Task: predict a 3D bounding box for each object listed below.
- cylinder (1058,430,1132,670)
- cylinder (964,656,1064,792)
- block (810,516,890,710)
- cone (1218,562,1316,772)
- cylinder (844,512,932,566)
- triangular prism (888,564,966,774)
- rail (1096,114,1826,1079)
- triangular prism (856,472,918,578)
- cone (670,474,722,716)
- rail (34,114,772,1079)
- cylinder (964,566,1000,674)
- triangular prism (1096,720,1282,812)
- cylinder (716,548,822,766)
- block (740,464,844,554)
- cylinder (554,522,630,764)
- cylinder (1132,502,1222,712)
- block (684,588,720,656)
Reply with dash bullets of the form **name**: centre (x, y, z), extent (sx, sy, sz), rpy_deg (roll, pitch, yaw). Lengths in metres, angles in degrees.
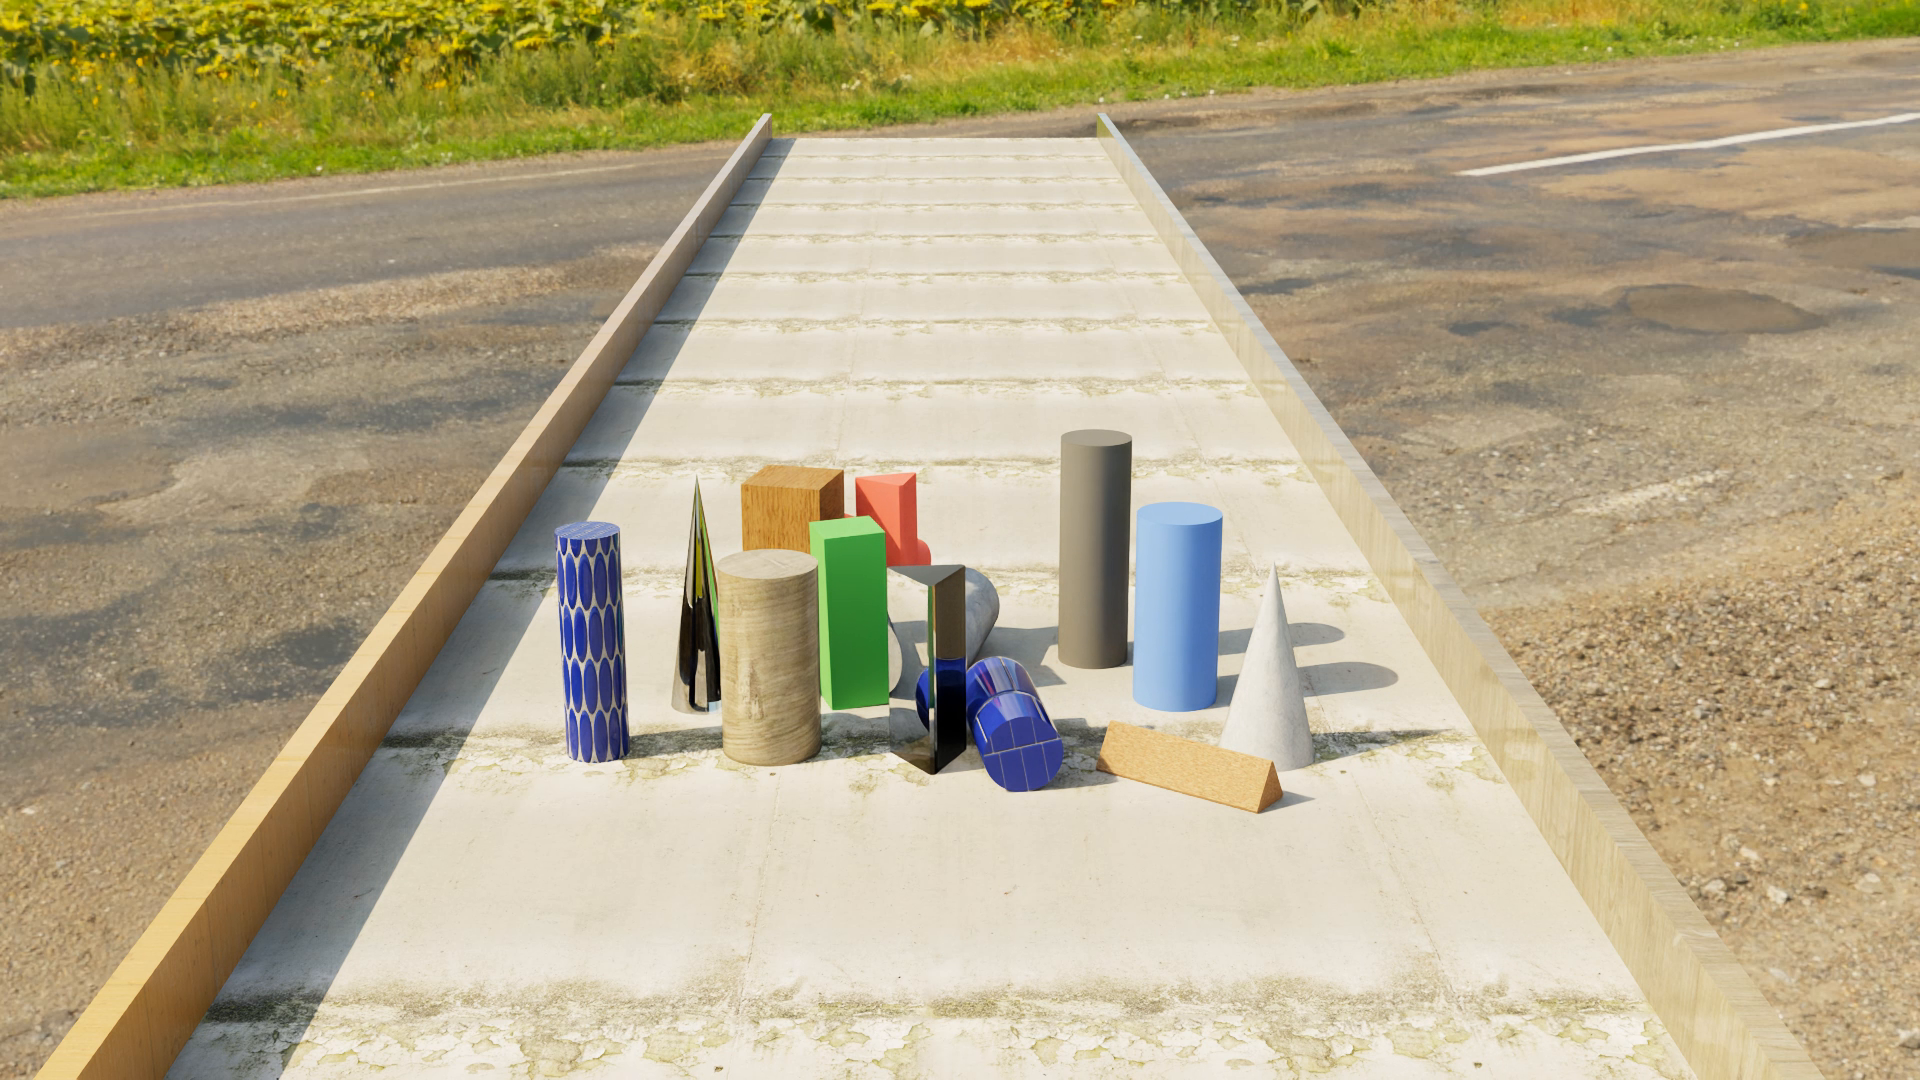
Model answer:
- **cylinder**: centre (0.267, 0.018, 4.364), extent (0.140, 0.456, 0.140), rpy_deg (0, 17, 0)
- **cylinder**: centre (0.087, 0.323, 3.898), extent (0.139, 0.139, 0.307), rpy_deg (-2, 17, -8)
- **block**: centre (-0.207, 0.138, 4.164), extent (0.117, 0.339, 0.117), rpy_deg (-7, 18, -16)
- **cone**: centre (0.548, 0.207, 3.889), extent (0.176, 0.365, 0.176), rpy_deg (0, 17, 0)
- **cylinder**: centre (-0.223, 0.017, 4.718), extent (0.332, 0.127, 0.127), rpy_deg (20, -1, -43)
- **triangular prism**: centre (-0.039, 0.219, 3.879), extent (0.117, 0.347, 0.135), rpy_deg (-12, 20, -33)
- **rail**: centre (0.932, -0.844, 7.801), extent (0.050, 0.150, 12.000), rpy_deg (0, 17, -1)
- **triangular prism**: centre (-0.123, 0.049, 4.426), extent (0.126, 0.360, 0.109), rpy_deg (11, 18, 40)
- **cone**: centre (-0.486, 0.092, 4.119), extent (0.128, 0.454, 0.128), rpy_deg (0, 17, 0)
- **rail**: centre (-1.118, -0.838, 7.780), extent (0.050, 0.150, 12.000), rpy_deg (0, 17, -1)
- **cylinder**: centre (-0.031, 0.179, 4.342), extent (0.161, 0.161, 0.349), rpy_deg (3, 17, 11)
- **triangular prism**: centre (0.395, 0.382, 3.796), extent (0.321, 0.079, 0.091), rpy_deg (12, 20, 34)
- **cylinder**: centre (-0.338, 0.208, 3.916), extent (0.178, 0.348, 0.178), rpy_deg (0, 17, 0)
- **block**: centre (-0.328, 0.058, 4.369), extent (0.160, 0.379, 0.160), rpy_deg (4, 17, 14)
- **cylinder**: centre (-0.650, 0.181, 3.892), extent (0.113, 0.414, 0.113), rpy_deg (0, 17, 0)
- **cylinder**: centre (0.411, 0.125, 4.162), extent (0.160, 0.367, 0.160), rpy_deg (0, 17, 0)
- **block**: centre (-0.403, 0.144, 4.566), extent (0.332, 0.100, 0.100), rpy_deg (-13, 21, -36)
